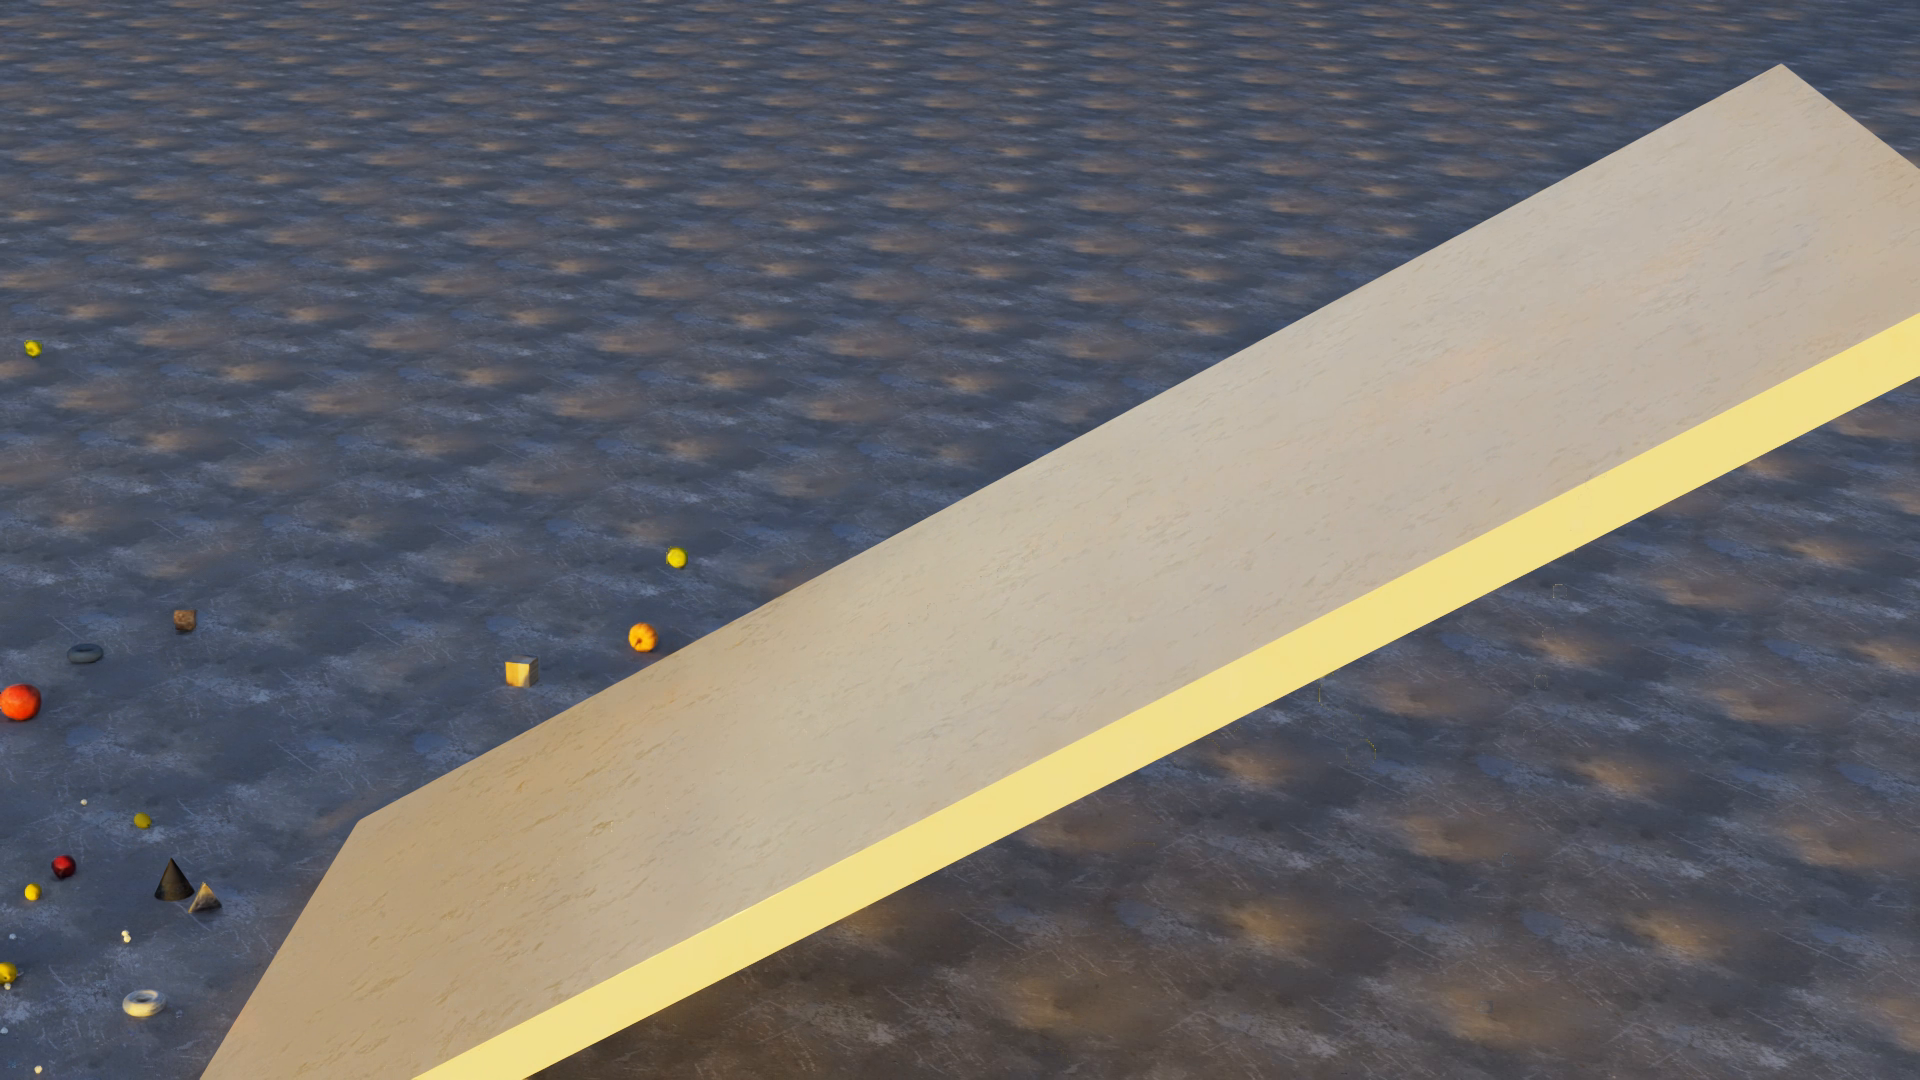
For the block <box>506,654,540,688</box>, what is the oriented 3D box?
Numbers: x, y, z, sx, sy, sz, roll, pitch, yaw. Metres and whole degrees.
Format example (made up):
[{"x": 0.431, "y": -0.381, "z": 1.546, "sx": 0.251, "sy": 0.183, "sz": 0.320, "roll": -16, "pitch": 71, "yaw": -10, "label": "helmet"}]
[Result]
[{"x": -1.308, "y": 0.391, "z": 8.796, "sx": 0.074, "sy": 0.074, "sz": 0.074, "roll": 5, "pitch": 19, "yaw": 14, "label": "block"}]

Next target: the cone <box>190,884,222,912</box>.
[{"x": -1.888, "y": 0.904, "z": 7.313, "sx": 0.075, "sy": 0.075, "sz": 0.075, "roll": -37, "pitch": 32, "yaw": -17, "label": "cone"}]

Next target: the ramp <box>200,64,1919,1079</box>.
[{"x": 0.142, "y": 0.168, "z": 6.284, "sx": 4.000, "sy": 0.100, "sz": 2.000, "roll": -28, "pitch": 15, "yaw": 12, "label": "ramp"}]

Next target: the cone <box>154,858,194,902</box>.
[{"x": -1.979, "y": 0.842, "z": 7.397, "sx": 0.098, "sy": 0.098, "sz": 0.098, "roll": 0, "pitch": 18, "yaw": 0, "label": "cone"}]

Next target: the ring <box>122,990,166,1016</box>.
[{"x": -1.889, "y": 1.072, "z": 6.812, "sx": 0.098, "sy": 0.033, "sz": 0.098, "roll": 1, "pitch": 19, "yaw": 0, "label": "ring"}]

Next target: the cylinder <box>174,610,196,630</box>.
[{"x": -2.432, "y": 0.253, "z": 9.235, "sx": 0.059, "sy": 0.059, "sz": 0.059, "roll": 9, "pitch": 16, "yaw": -15, "label": "cylinder"}]

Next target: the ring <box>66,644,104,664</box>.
[{"x": -2.674, "y": 0.347, "z": 8.990, "sx": 0.109, "sy": 0.036, "sz": 0.109, "roll": 1, "pitch": 18, "yaw": 0, "label": "ring"}]
